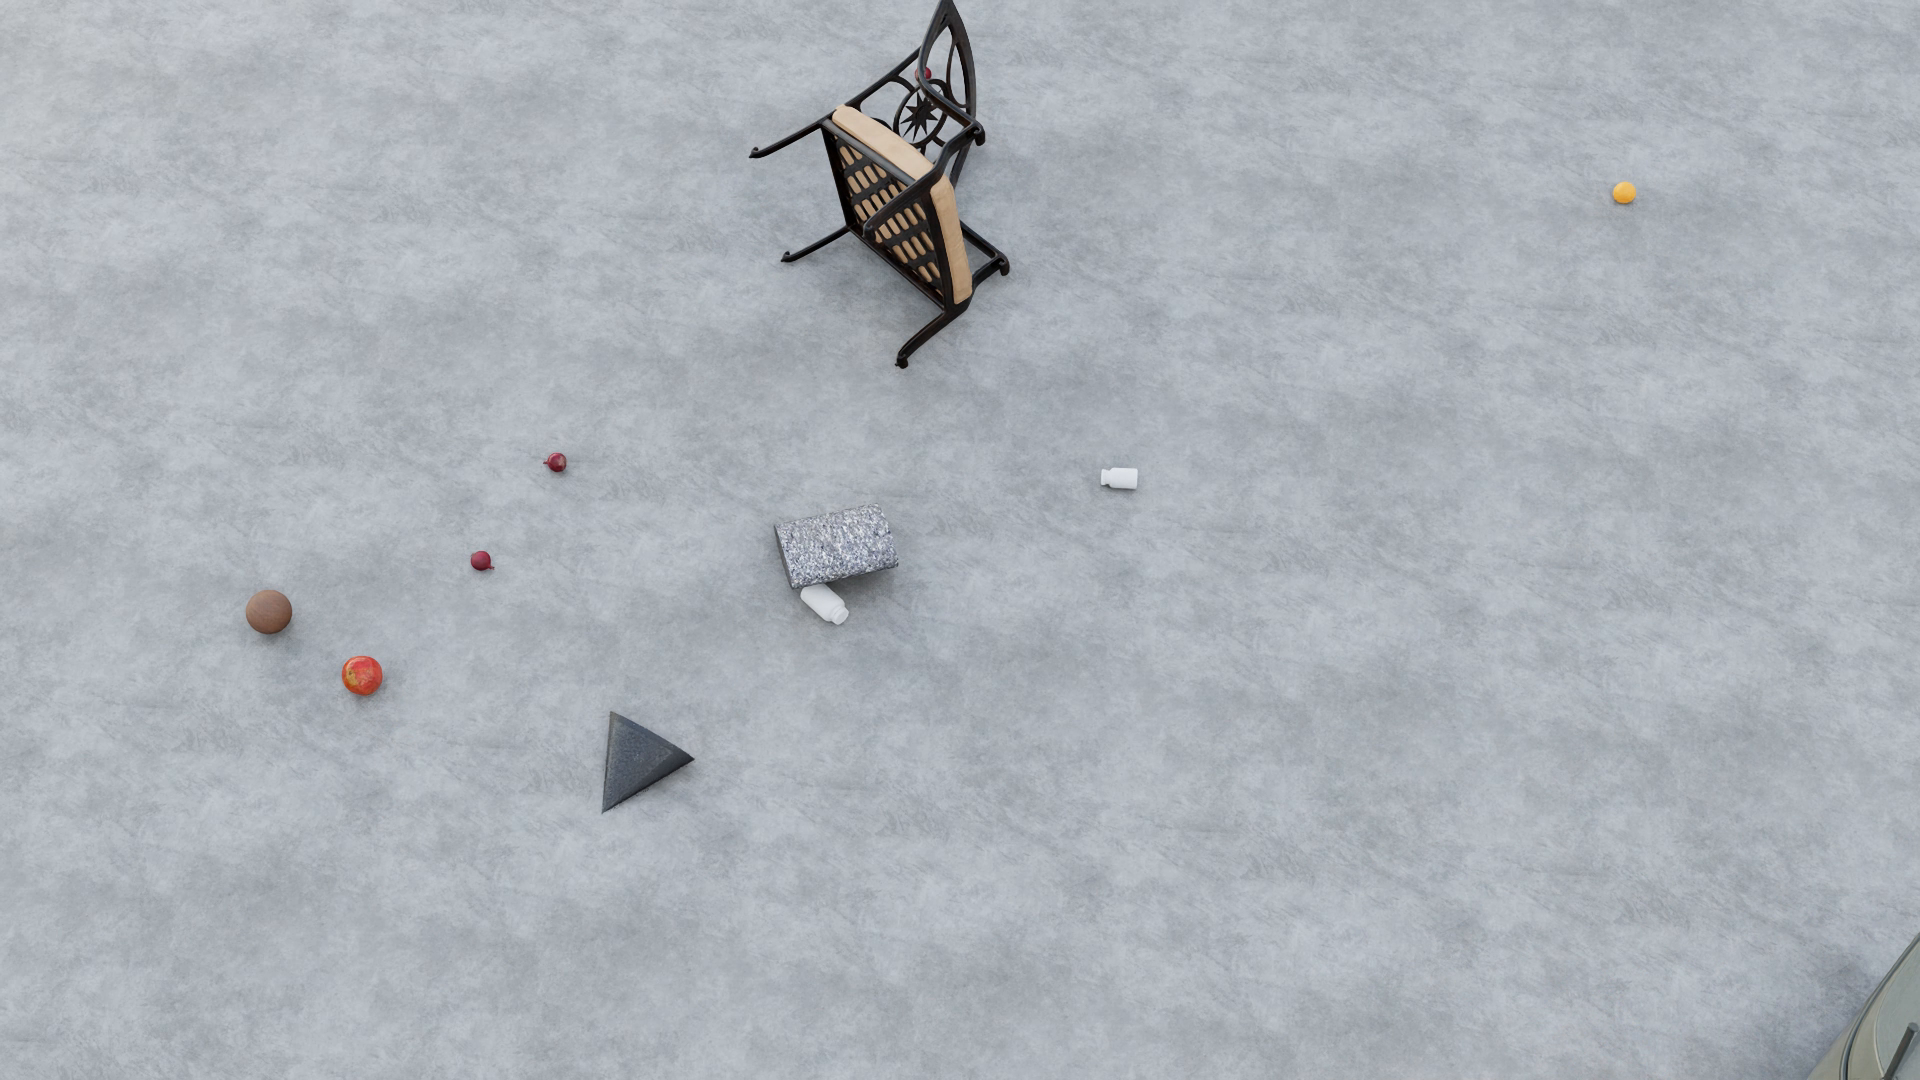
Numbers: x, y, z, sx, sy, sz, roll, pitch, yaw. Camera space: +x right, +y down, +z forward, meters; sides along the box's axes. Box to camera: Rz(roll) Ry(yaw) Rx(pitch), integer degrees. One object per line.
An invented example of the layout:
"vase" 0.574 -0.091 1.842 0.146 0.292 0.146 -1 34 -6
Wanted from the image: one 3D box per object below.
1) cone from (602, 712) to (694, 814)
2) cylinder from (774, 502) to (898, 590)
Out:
"cone" -0.924 0.651 6.103 0.286 0.115 0.258 27 73 16
"cylinder" -0.366 0.016 6.452 0.314 0.133 0.319 -12 31 -8
